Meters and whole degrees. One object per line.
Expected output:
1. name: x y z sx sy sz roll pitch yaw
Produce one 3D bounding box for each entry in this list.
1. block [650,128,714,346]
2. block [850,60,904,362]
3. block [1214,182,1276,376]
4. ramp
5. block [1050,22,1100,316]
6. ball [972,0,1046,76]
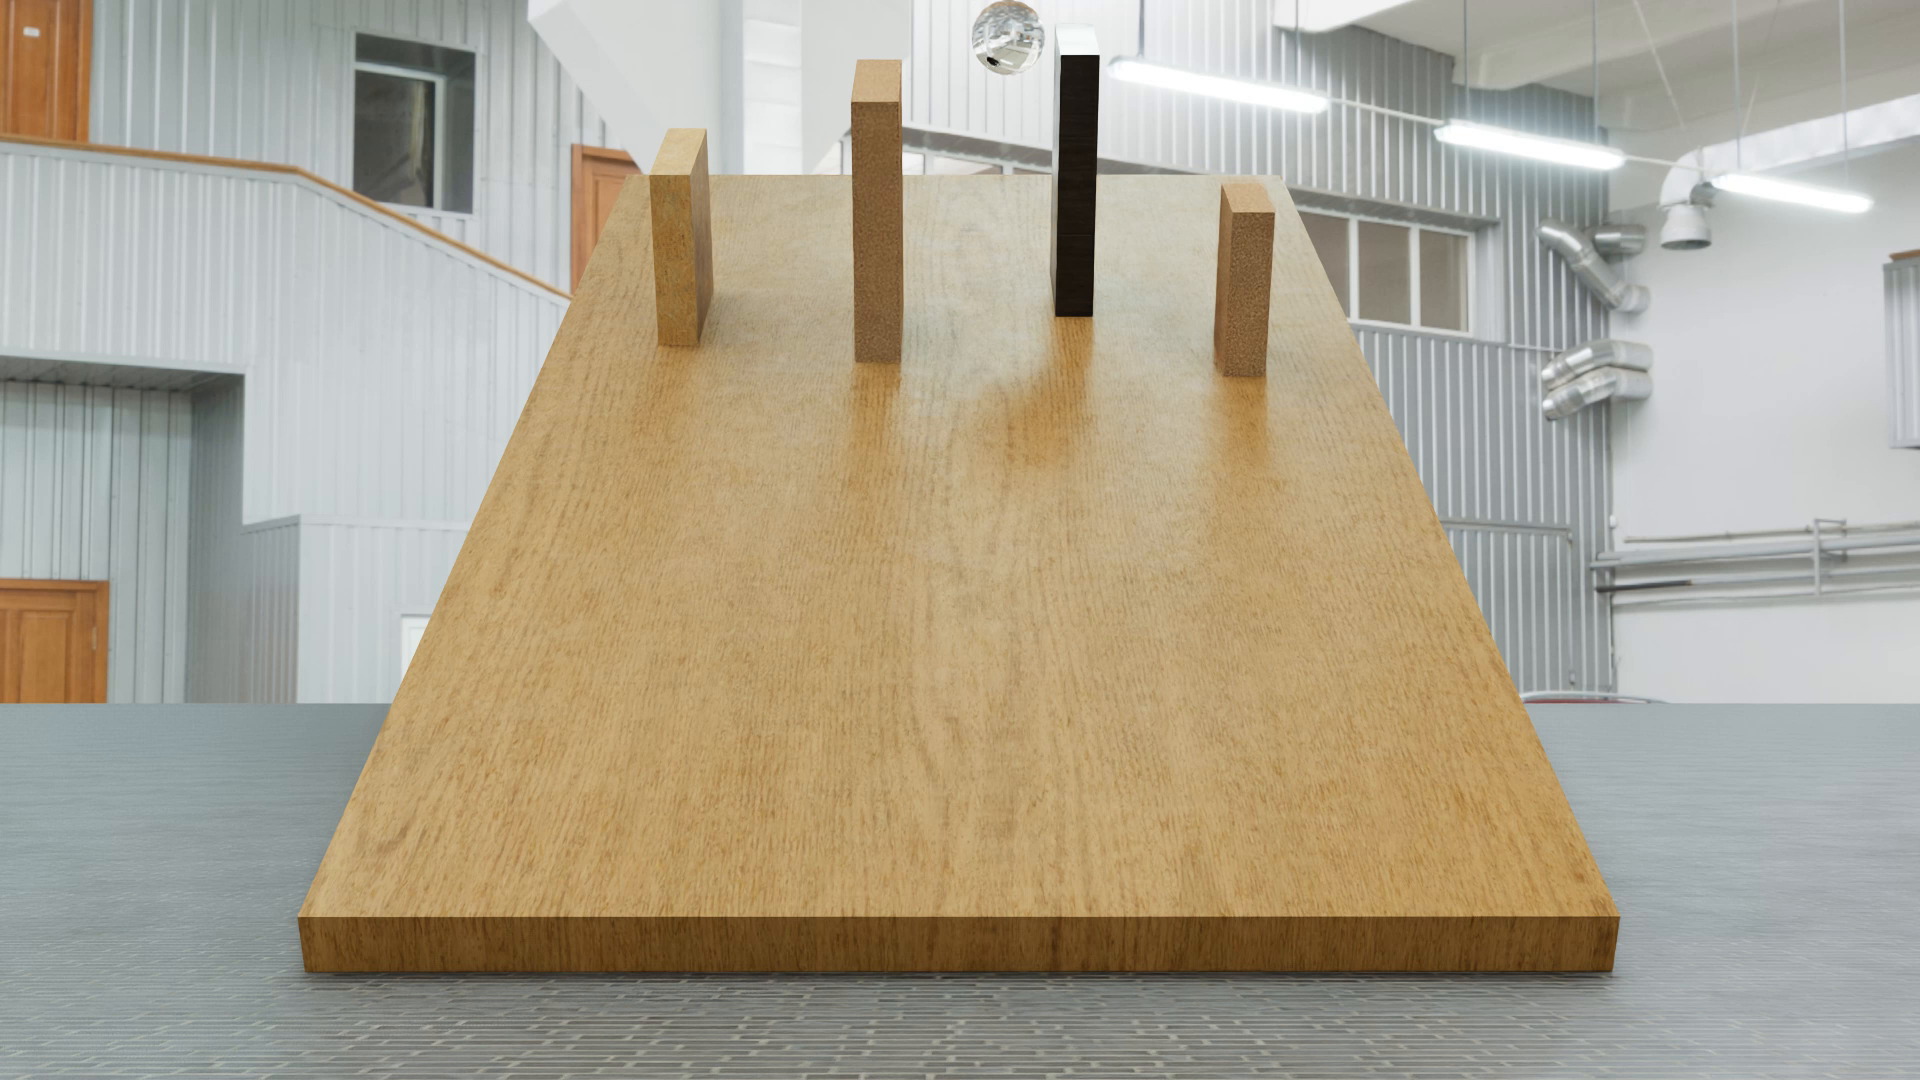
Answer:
1. block: -0.698 -0.769 5.896 0.098 0.434 0.425 0 25 0
2. block: -0.199 -0.810 5.739 0.110 0.644 0.416 0 25 0
3. block: 0.682 -0.628 5.632 0.099 0.408 0.245 0 25 0
4. ramp: -0.009 -0.229 5.373 2.000 0.100 4.000 0 25 0
5. block: 0.292 -0.952 6.008 0.096 0.675 0.353 0 25 0
6. ball: 0.137 -1.425 6.637 0.210 0.210 0.210 0 -4 0
